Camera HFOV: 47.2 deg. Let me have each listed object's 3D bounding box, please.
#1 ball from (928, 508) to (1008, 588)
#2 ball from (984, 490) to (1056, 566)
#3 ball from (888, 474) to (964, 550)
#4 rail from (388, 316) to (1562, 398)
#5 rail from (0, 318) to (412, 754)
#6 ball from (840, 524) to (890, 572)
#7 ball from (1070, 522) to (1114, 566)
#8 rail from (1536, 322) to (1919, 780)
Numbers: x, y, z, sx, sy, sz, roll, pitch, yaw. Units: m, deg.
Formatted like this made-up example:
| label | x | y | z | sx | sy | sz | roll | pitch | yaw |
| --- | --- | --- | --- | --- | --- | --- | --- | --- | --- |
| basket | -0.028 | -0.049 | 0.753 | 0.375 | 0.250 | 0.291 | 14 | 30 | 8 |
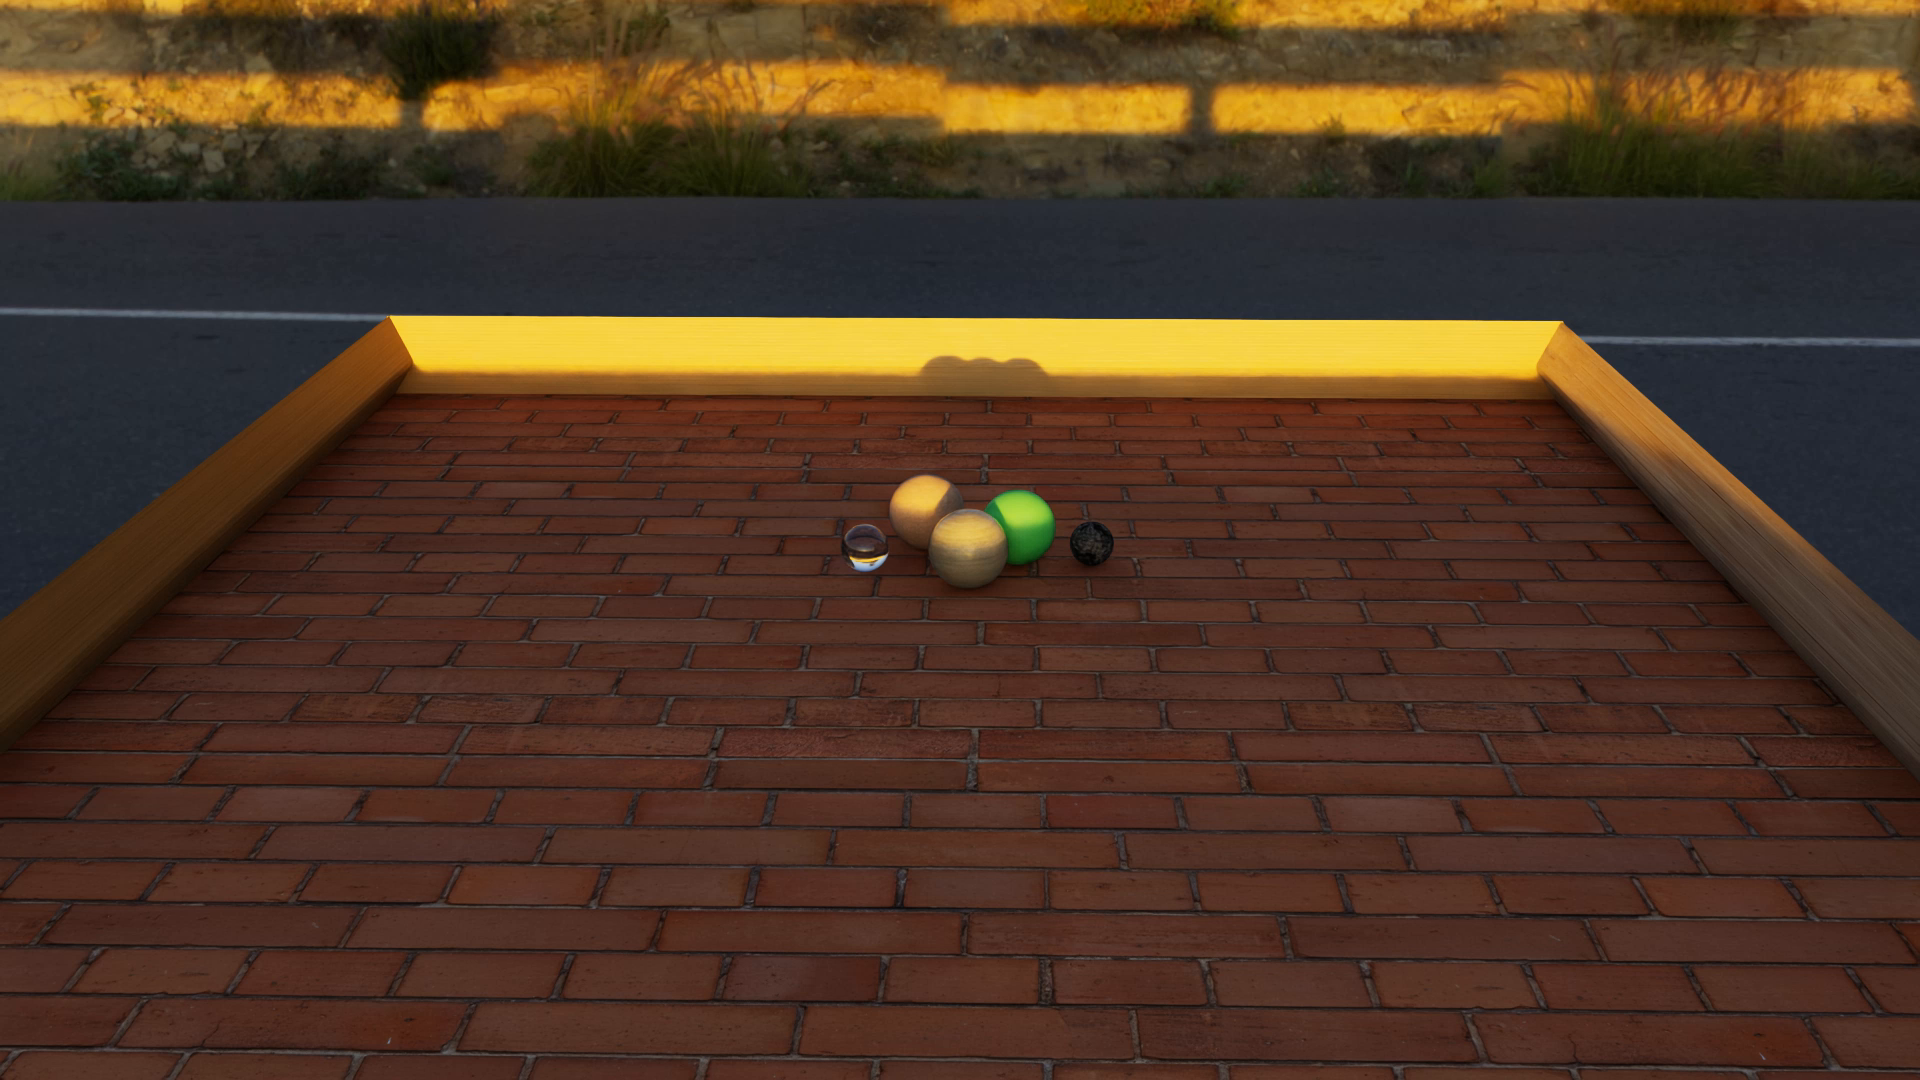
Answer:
| label | x | y | z | sx | sy | sz | roll | pitch | yaw |
| --- | --- | --- | --- | --- | --- | --- | --- | --- | --- |
| ball | 0.010 | 0.010 | 2.564 | 0.094 | 0.094 | 0.094 | 0 | 18 | 0 |
| ball | 0.070 | -0.015 | 2.648 | 0.091 | 0.091 | 0.091 | 0 | 18 | 0 |
| ball | -0.041 | -0.035 | 2.704 | 0.094 | 0.094 | 0.094 | 0 | 18 | 0 |
| rail | 0.018 | -0.277 | 3.404 | 1.821 | 0.122 | 0.045 | 0 | 18 | 1 |
| rail | -0.905 | 0.235 | 1.821 | 0.045 | 0.122 | 3.414 | 0 | 18 | 1 |
| ball | -0.113 | 0.009 | 2.626 | 0.057 | 0.057 | 0.057 | 0 | 18 | 0 |
| ball | 0.159 | 0.004 | 2.650 | 0.053 | 0.053 | 0.053 | 0 | 18 | 0 |
| rail | 0.868 | 0.247 | 1.785 | 0.045 | 0.122 | 3.414 | 0 | 18 | 1 |
